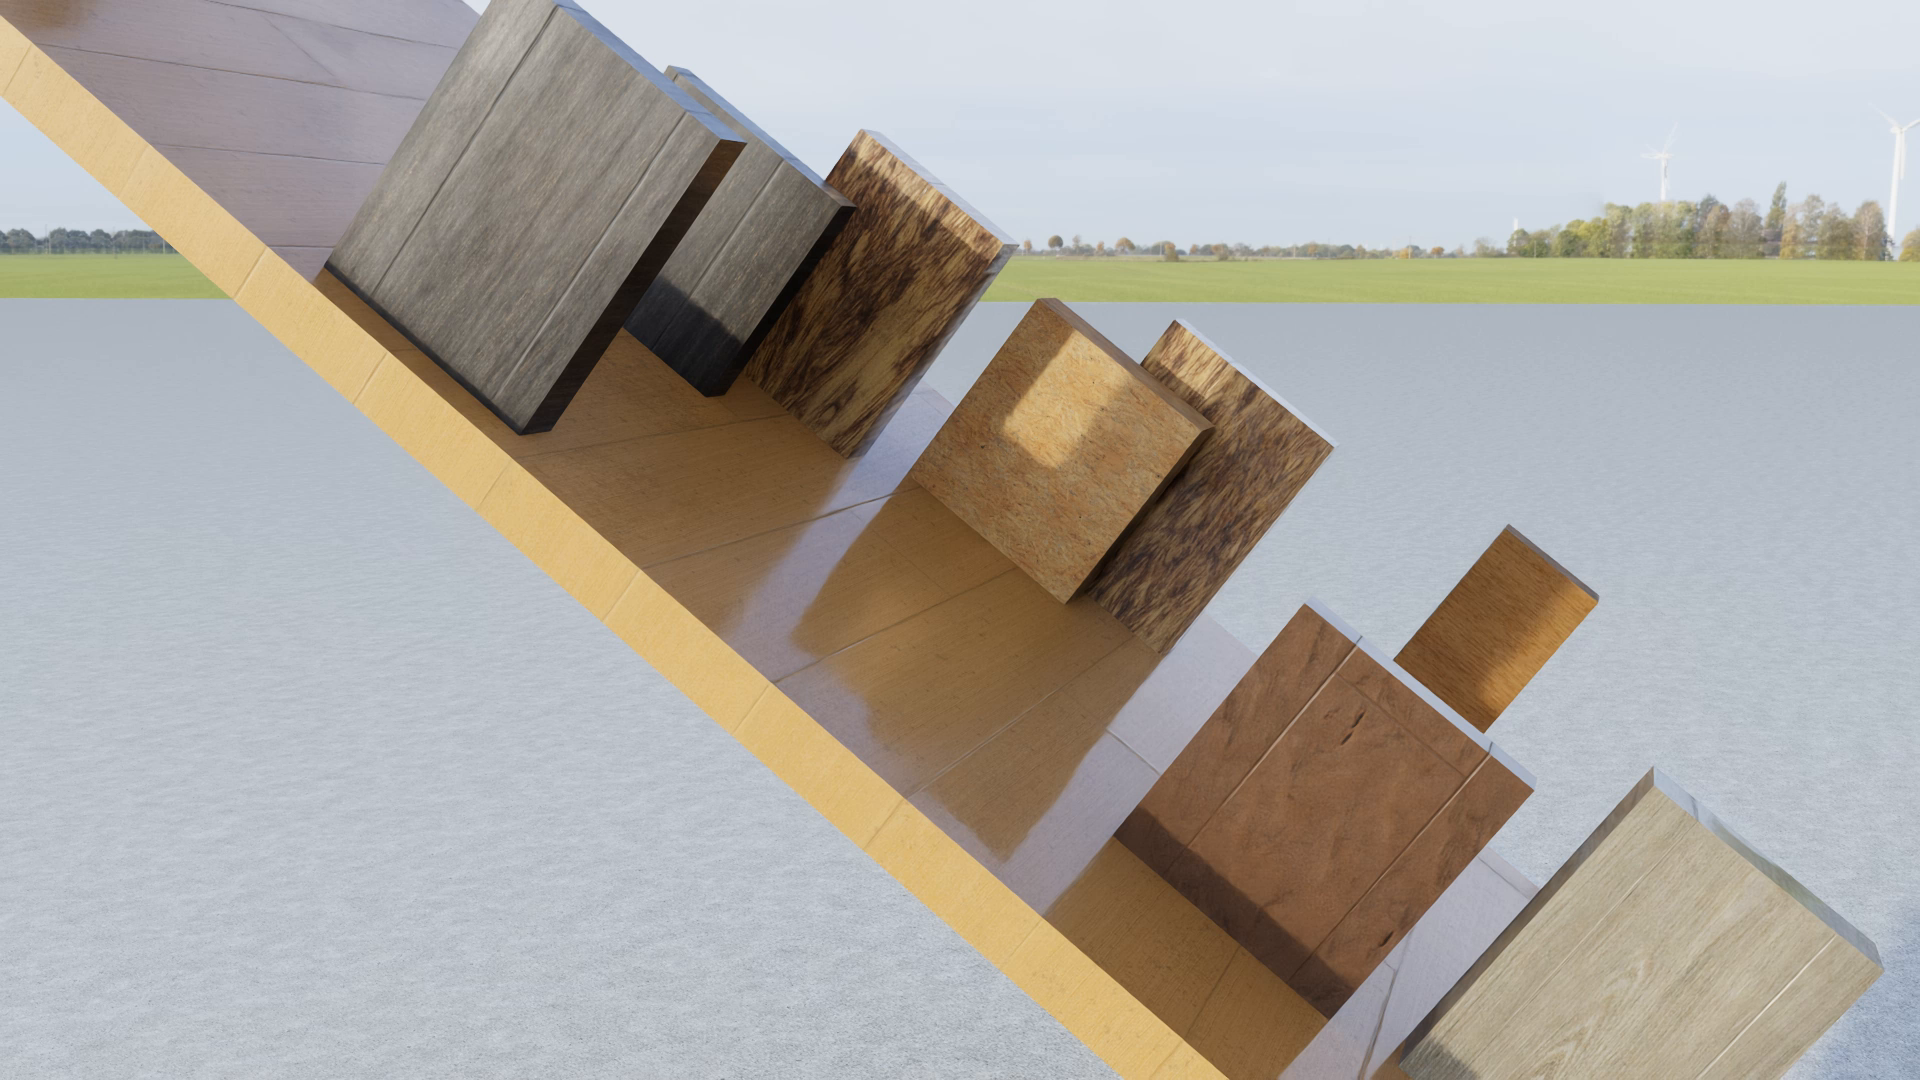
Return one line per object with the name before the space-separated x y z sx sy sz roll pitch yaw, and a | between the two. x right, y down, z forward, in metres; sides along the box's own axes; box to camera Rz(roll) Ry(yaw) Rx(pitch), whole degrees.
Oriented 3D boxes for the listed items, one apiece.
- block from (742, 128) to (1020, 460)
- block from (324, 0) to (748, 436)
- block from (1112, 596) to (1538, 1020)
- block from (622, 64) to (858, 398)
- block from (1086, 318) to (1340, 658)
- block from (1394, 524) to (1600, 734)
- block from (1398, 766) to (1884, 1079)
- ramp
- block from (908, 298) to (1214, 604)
block | -0.185 -0.466 4.192 0.351 0.512 0.110 40 16 9
block | -0.635 -0.495 3.259 0.408 0.539 0.099 40 16 9
block | 0.553 0.410 3.372 0.433 0.479 0.084 40 16 9
block | -0.475 -0.555 3.973 0.410 0.429 0.083 40 16 9
block | 0.430 -0.104 4.428 0.404 0.546 0.090 40 16 9
block | 1.069 0.270 4.677 0.240 0.584 0.105 40 16 9
block | 1.022 0.707 3.338 0.411 0.589 0.141 40 16 9
ramp | -0.038 0.094 4.057 4.000 0.100 2.000 40 16 9
block | 0.198 -0.178 4.341 0.409 0.437 0.144 40 16 9
